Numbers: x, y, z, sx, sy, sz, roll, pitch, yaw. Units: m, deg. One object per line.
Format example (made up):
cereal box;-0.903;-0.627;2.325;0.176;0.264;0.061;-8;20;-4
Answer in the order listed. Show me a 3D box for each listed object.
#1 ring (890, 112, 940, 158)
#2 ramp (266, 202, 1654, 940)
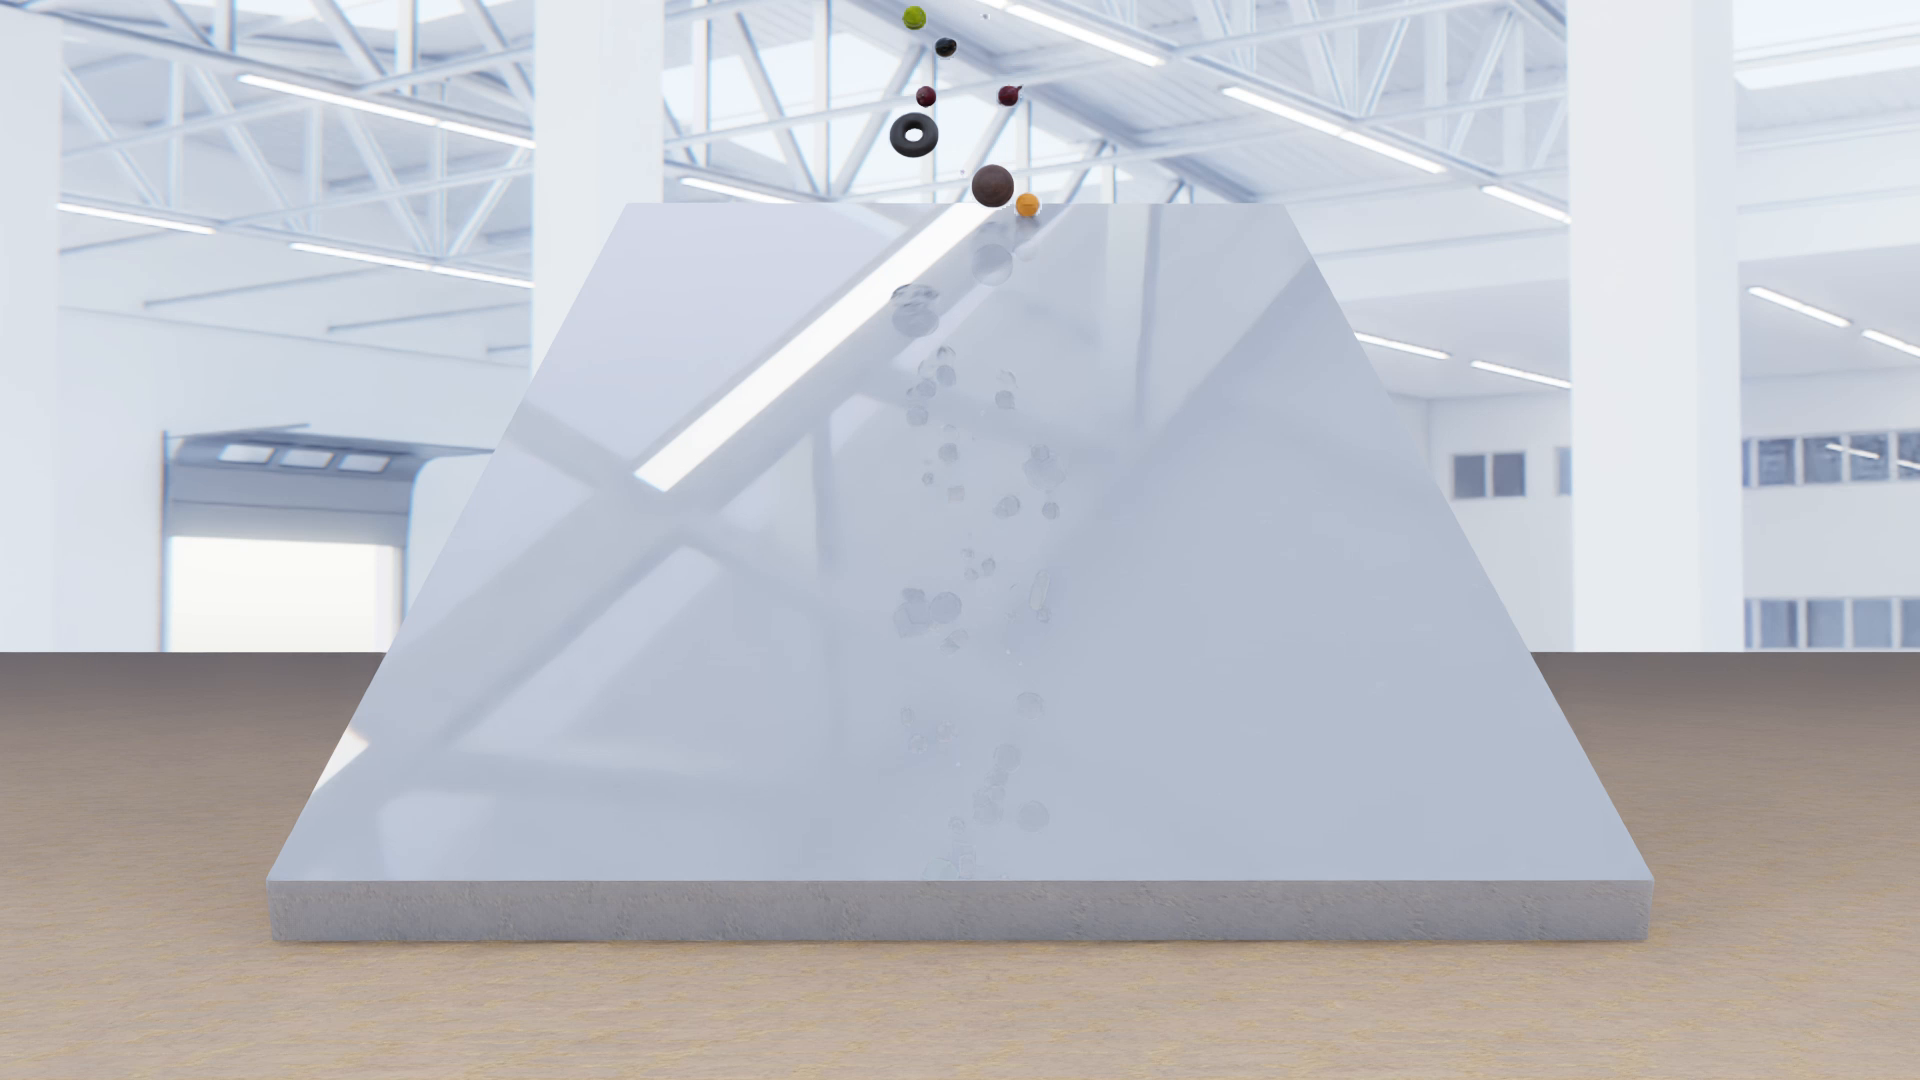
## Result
ring;-0.135;-1.187;6.741;0.148;0.148;0.049;0;-21;4
ramp;-0.007;-0.222;5.181;2.000;0.100;4.000;0;22;0
